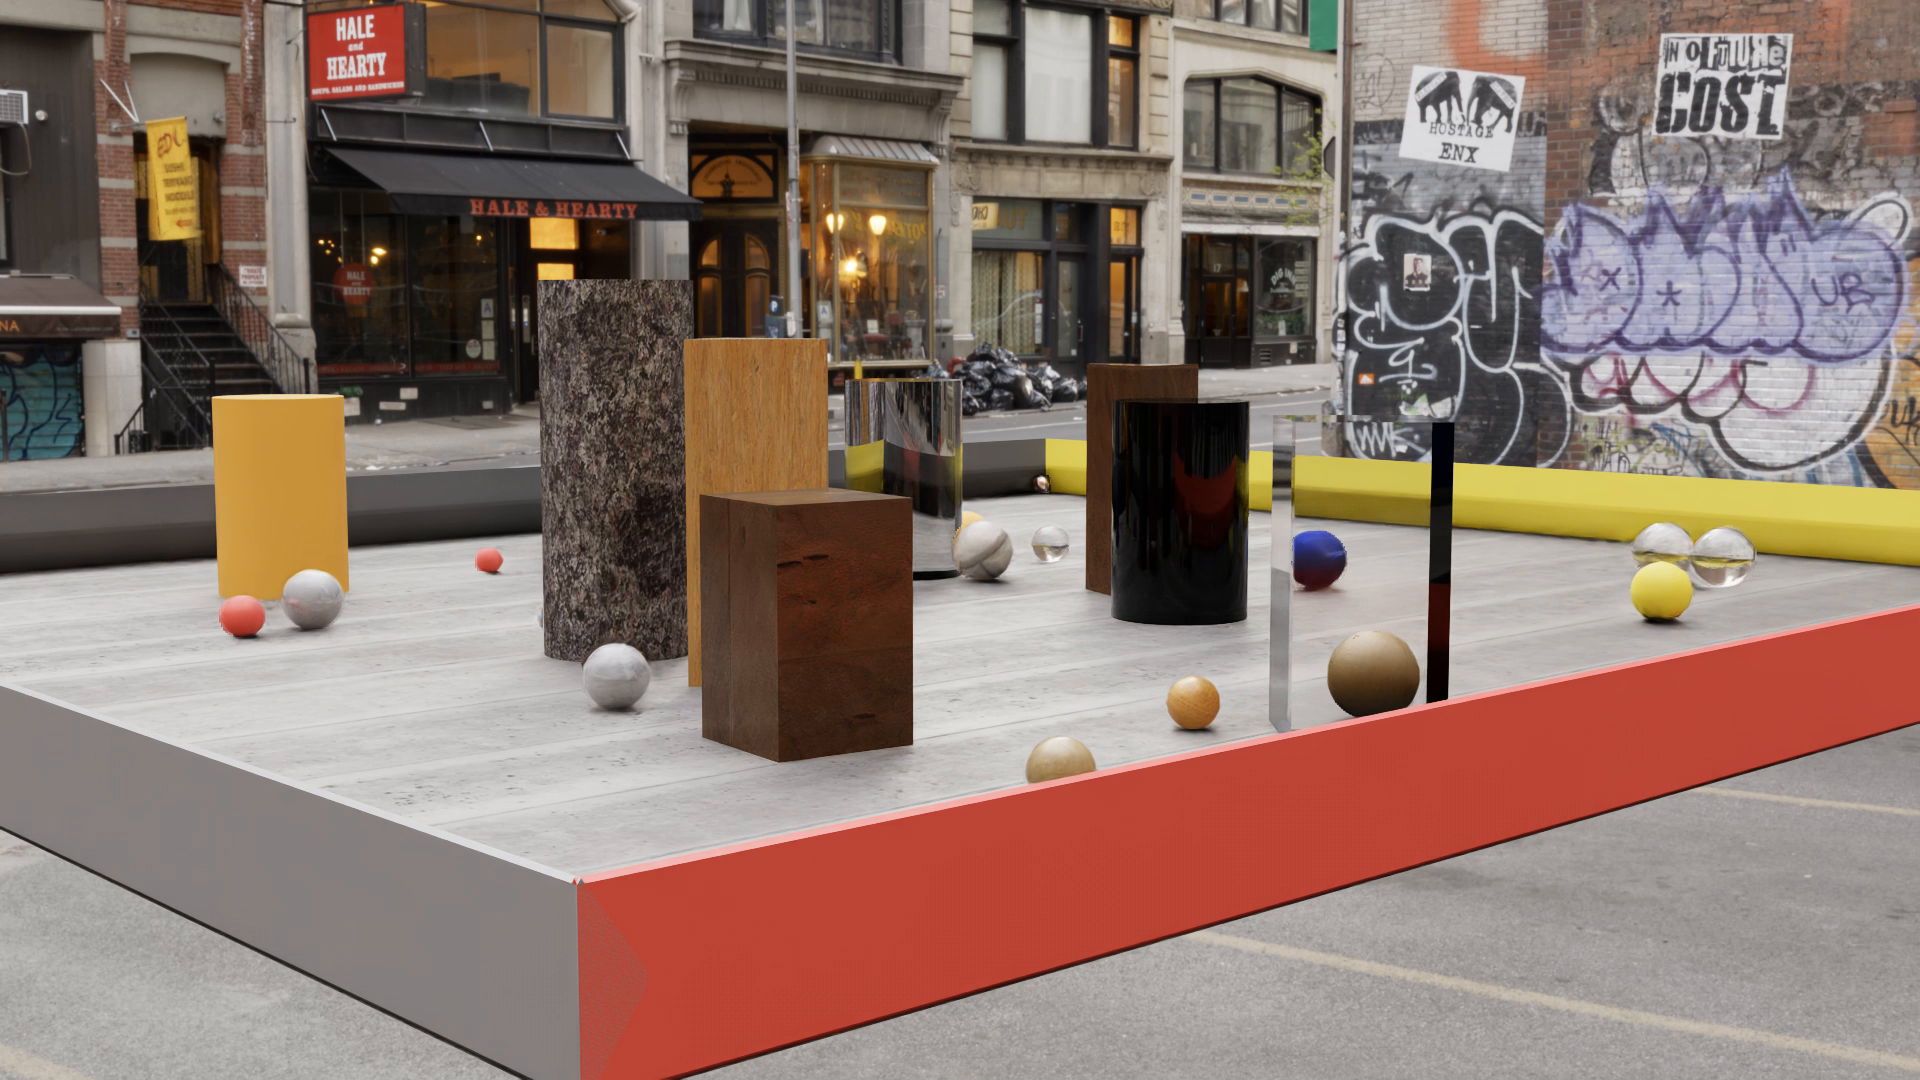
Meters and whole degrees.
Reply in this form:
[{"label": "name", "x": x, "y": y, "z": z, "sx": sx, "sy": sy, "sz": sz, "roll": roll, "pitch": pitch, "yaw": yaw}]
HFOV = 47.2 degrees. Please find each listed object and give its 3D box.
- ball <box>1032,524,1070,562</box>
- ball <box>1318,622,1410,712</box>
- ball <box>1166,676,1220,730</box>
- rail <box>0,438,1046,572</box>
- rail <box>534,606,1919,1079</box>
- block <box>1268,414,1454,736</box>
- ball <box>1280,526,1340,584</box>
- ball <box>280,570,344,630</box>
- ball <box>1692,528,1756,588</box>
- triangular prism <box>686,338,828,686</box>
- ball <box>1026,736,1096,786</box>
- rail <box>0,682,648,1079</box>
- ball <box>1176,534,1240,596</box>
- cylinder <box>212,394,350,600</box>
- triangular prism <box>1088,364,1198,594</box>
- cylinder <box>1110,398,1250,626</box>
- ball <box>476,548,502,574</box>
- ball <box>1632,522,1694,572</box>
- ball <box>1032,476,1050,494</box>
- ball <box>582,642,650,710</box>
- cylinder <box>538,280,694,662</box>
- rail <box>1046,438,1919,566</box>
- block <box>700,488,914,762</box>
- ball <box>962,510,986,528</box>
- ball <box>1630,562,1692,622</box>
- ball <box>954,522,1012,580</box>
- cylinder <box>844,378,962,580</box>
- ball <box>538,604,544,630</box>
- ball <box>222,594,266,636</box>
[{"label": "ball", "x": 0.161, "y": 0.007, "z": 3.902, "sx": 0.067, "sy": 0.067, "sz": 0.067, "roll": 0, "pitch": 6, "yaw": 0}, {"label": "ball", "x": 0.449, "y": 0.142, "z": 2.449, "sx": 0.100, "sy": 0.100, "sz": 0.100, "roll": 0, "pitch": 6, "yaw": 0}, {"label": "ball", "x": 0.249, "y": 0.173, "z": 2.349, "sx": 0.057, "sy": 0.057, "sz": 0.057, "roll": 0, "pitch": 6, "yaw": 0}, {"label": "rail", "x": -0.942, "y": -0.072, "z": 4.347, "sx": 3.185, "sy": 0.130, "sz": 0.045, "roll": -5, "pitch": 8, "yaw": -42}, {"label": "rail", "x": 0.942, "y": 0.139, "z": 2.316, "sx": 3.185, "sy": 0.130, "sz": 0.045, "roll": -5, "pitch": 8, "yaw": -42}, {"label": "block", "x": 0.417, "y": 0.039, "z": 2.308, "sx": 0.160, "sy": 0.333, "sz": 0.160, "roll": 0, "pitch": 6, "yaw": 0}, {"label": "ball", "x": 0.572, "y": 0.024, "z": 3.595, "sx": 0.096, "sy": 0.096, "sz": 0.096, "roll": 0, "pitch": 6, "yaw": 0}, {"label": "ball", "x": -0.910, "y": 0.083, "z": 3.088, "sx": 0.084, "sy": 0.084, "sz": 0.084, "roll": 0, "pitch": 6, "yaw": 0}, {"label": "ball", "x": 1.233, "y": 0.028, "z": 3.554, "sx": 0.097, "sy": 0.097, "sz": 0.097, "roll": 0, "pitch": 6, "yaw": 0}, {"label": "triangular prism", "x": -0.266, "y": -0.041, "z": 2.695, "sx": 0.173, "sy": 0.411, "sz": 0.150, "roll": -2, "pitch": 6, "yaw": -21}, {"label": "ball", "x": 0.091, "y": 0.208, "z": 1.980, "sx": 0.064, "sy": 0.064, "sz": 0.064, "roll": 0, "pitch": 6, "yaw": 0}, {"label": "rail", "x": -1.153, "y": 0.144, "z": 2.274, "sx": 0.045, "sy": 0.130, "sz": 2.825, "roll": -5, "pitch": 8, "yaw": -42}, {"label": "ball", "x": 0.388, "y": 0.040, "z": 3.437, "sx": 0.098, "sy": 0.098, "sz": 0.098, "roll": 0, "pitch": 6, "yaw": 0}, {"label": "cylinder", "x": -1.076, "y": -0.072, "z": 3.486, "sx": 0.200, "sy": 0.310, "sz": 0.200, "roll": 0, "pitch": 6, "yaw": 0}, {"label": "triangular prism", "x": 0.264, "y": -0.097, "z": 3.476, "sx": 0.150, "sy": 0.361, "sz": 0.173, "roll": 5, "pitch": 8, "yaw": 38}, {"label": "cylinder", "x": 0.321, "y": -0.046, "z": 3.206, "sx": 0.200, "sy": 0.315, "sz": 0.200, "roll": 0, "pitch": 6, "yaw": 0}, {"label": "ball", "x": -0.802, "y": 0.034, "z": 3.749, "sx": 0.044, "sy": 0.044, "sz": 0.044, "roll": 0, "pitch": 6, "yaw": 0}, {"label": "ball", "x": 1.158, "y": 0.020, "z": 3.620, "sx": 0.099, "sy": 0.099, "sz": 0.099, "roll": 0, "pitch": 6, "yaw": 0}, {"label": "ball", "x": 0.198, "y": -0.134, "z": 5.369, "sx": 0.044, "sy": 0.044, "sz": 0.044, "roll": 0, "pitch": 6, "yaw": 0}, {"label": "ball", "x": -0.385, "y": 0.153, "z": 2.465, "sx": 0.075, "sy": 0.075, "sz": 0.075, "roll": 0, "pitch": 6, "yaw": 0}, {"label": "cylinder", "x": -0.445, "y": -0.095, "z": 2.864, "sx": 0.200, "sy": 0.484, "sz": 0.200, "roll": 0, "pitch": 6, "yaw": 0}, {"label": "rail", "x": 1.153, "y": -0.076, "z": 4.390, "sx": 0.045, "sy": 0.130, "sz": 2.825, "roll": -5, "pitch": 8, "yaw": -42}, {"label": "block", "x": -0.159, "y": 0.082, "z": 2.272, "sx": 0.160, "sy": 0.255, "sz": 0.160, "roll": -4, "pitch": 7, "yaw": -34}, {"label": "ball", "x": 0.010, "y": -0.004, "z": 3.876, "sx": 0.094, "sy": 0.094, "sz": 0.094, "roll": 0, "pitch": 6, "yaw": 0}, {"label": "ball", "x": 1.008, "y": 0.074, "z": 3.162, "sx": 0.086, "sy": 0.086, "sz": 0.086, "roll": 0, "pitch": 6, "yaw": 0}, {"label": "ball", "x": 0.038, "y": 0.018, "z": 3.643, "sx": 0.099, "sy": 0.099, "sz": 0.099, "roll": 0, "pitch": 6, "yaw": 0}, {"label": "cylinder", "x": -0.095, "y": -0.106, "z": 3.722, "sx": 0.200, "sy": 0.329, "sz": 0.200, "roll": 0, "pitch": 6, "yaw": 0}, {"label": "ball", "x": -0.552, "y": 0.106, "z": 3.015, "sx": 0.054, "sy": 0.054, "sz": 0.054, "roll": 0, "pitch": 6, "yaw": 0}, {"label": "ball", "x": -0.982, "y": 0.104, "z": 3.015, "sx": 0.057, "sy": 0.057, "sz": 0.057, "roll": 0, "pitch": 6, "yaw": 0}]
